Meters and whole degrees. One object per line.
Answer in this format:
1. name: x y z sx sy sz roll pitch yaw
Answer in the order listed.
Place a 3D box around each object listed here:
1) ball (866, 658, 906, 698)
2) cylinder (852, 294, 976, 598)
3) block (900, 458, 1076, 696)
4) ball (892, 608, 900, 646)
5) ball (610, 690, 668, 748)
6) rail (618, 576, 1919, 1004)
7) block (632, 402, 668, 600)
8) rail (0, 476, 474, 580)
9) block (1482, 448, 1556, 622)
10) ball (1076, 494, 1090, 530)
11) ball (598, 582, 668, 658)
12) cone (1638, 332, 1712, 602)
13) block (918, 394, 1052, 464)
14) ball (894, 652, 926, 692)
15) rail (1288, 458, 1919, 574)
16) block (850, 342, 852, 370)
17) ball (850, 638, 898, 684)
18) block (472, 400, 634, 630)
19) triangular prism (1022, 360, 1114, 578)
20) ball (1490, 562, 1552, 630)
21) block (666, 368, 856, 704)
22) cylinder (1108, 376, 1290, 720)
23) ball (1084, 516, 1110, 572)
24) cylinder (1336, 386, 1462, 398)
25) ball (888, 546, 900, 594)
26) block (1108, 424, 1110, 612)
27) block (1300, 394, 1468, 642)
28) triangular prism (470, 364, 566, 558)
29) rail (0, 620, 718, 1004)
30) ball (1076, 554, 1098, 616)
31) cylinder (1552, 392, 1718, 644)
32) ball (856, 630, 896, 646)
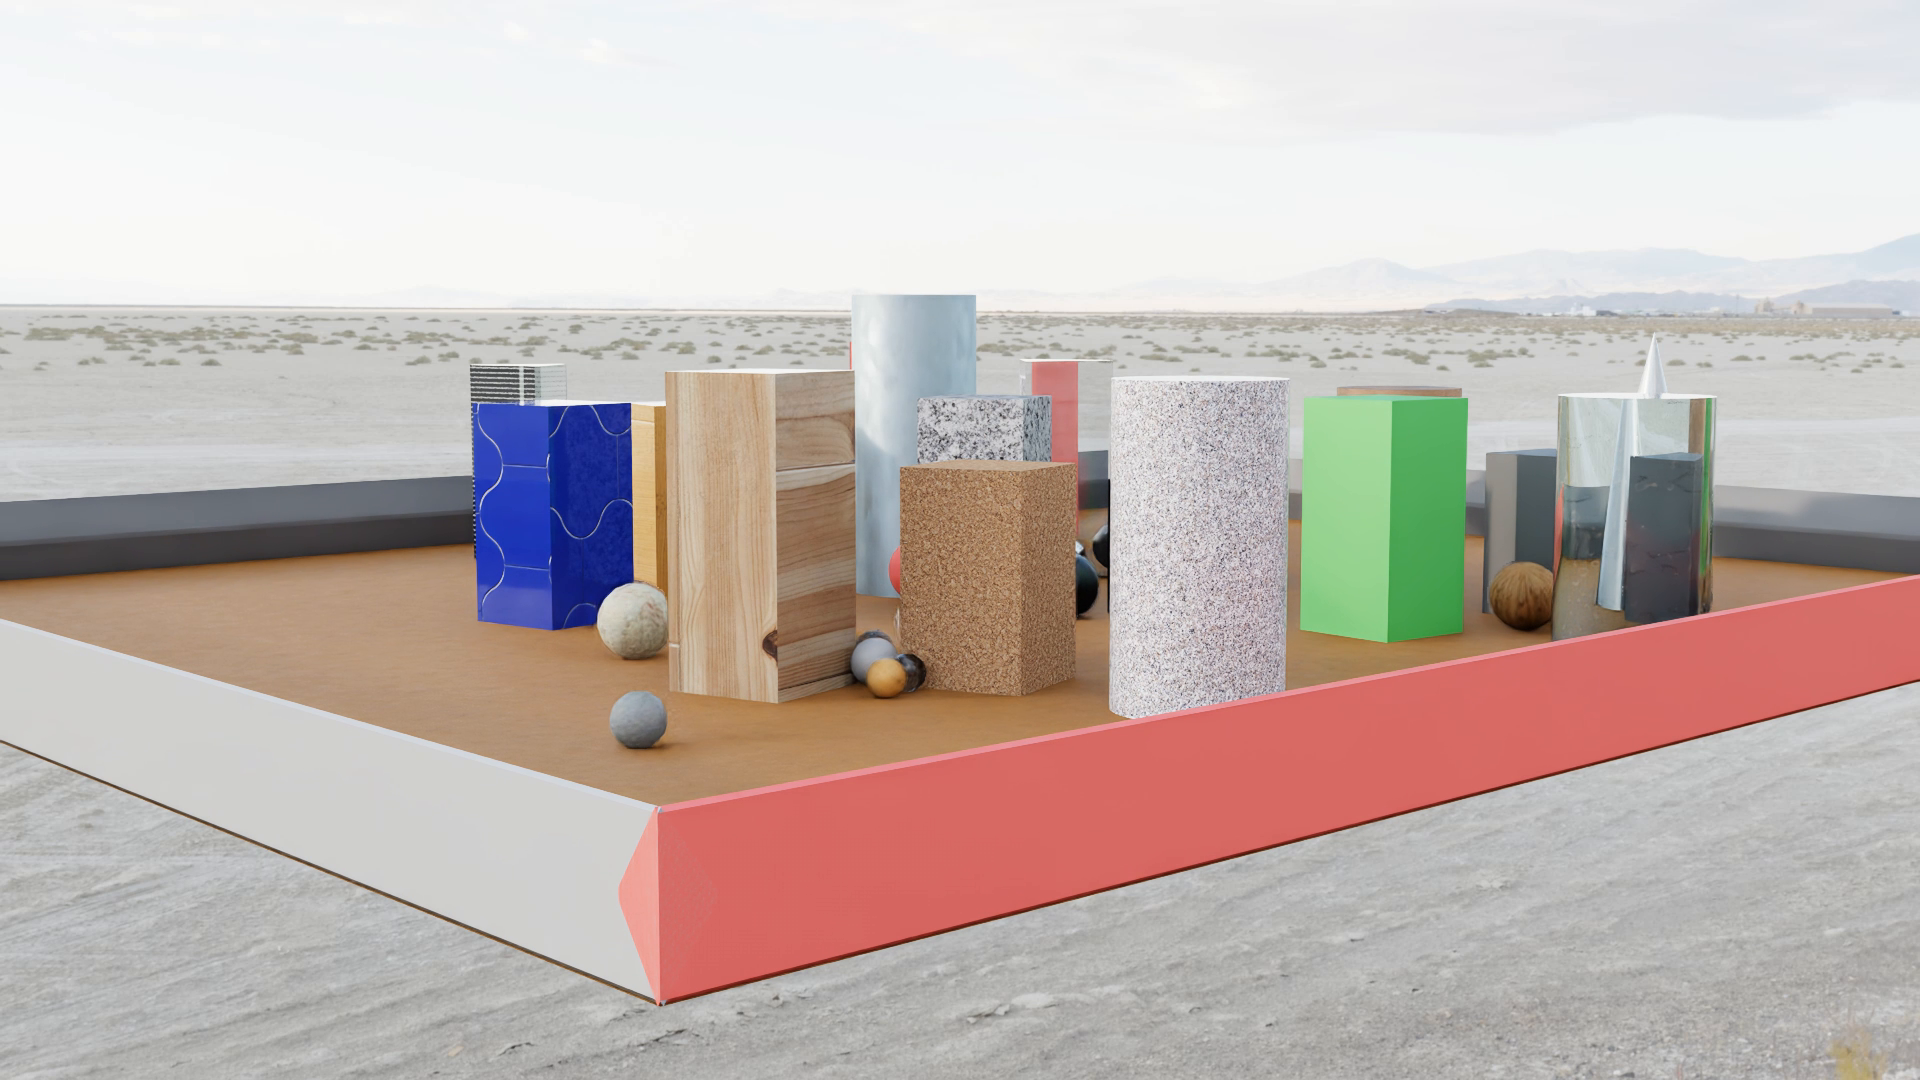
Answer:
1. ball: -0.086 0.159 2.534 0.046 0.046 0.046 0 6 0
2. cylinder: -0.073 -0.153 3.489 0.197 0.469 0.197 0 6 0
3. block: 0.035 0.040 2.636 0.158 0.261 0.158 3 7 27
4. ball: -0.045 0.111 2.820 0.082 0.082 0.082 0 6 0
5. ball: -0.328 0.183 2.243 0.059 0.059 0.059 0 6 0
6. rail: 0.862 0.130 2.403 2.912 0.128 0.045 -5 8 -42
7. block: -0.430 -0.065 3.450 0.158 0.300 0.158 -3 7 -27
8. rail: -0.862 -0.064 4.261 2.912 0.128 0.045 -5 8 -42
9. block: 0.882 -0.009 3.228 0.158 0.237 0.158 -5 8 -41
10. ball: 0.222 -0.056 4.428 0.080 0.080 0.080 0 6 0
11. ball: -0.416 0.104 2.818 0.097 0.097 0.097 0 6 0
12. cone: 1.065 -0.115 3.394 0.197 0.413 0.197 0 6 0
13. block: 0.037 -0.051 3.234 0.158 0.318 0.158 2 6 17
14. ball: -0.062 0.155 2.575 0.045 0.045 0.045 0 6 0
15. rail: 1.053 -0.068 4.298 0.045 0.128 2.589 -5 8 -42
16. block: -0.125 -0.194 4.285 0.158 0.385 0.158 1 6 6
17. ball: -0.100 0.145 2.608 0.059 0.059 0.059 0 6 0
18. block: -0.583 -0.041 3.161 0.158 0.313 0.158 5 8 37
19. triangular prism: 0.144 -0.121 3.691 0.171 0.362 0.148 -4 7 -32
20. ball: 0.789 0.078 3.068 0.096 0.096 0.096 0 6 0
21. block: -0.233 -0.012 2.588 0.158 0.374 0.158 4 7 32
22. cylinder: 0.265 0.005 2.448 0.197 0.370 0.197 0 6 0
23. ball: 0.260 0.007 3.744 0.096 0.096 0.096 0 6 0
24. cylinder: 0.706 -0.085 3.550 0.197 0.321 0.197 0 6 0
25. ball: -0.060 0.046 3.362 0.099 0.099 0.099 0 6 0
26. block: 0.325 -0.034 3.266 0.158 0.279 0.158 3 7 28
27. block: 0.587 -0.035 3.048 0.158 0.325 0.158 -5 8 -38
28. triangular prism: -0.761 -0.141 3.951 0.171 0.348 0.148 4 7 35
29. rail: -1.053 0.134 2.366 0.045 0.128 2.589 -5 8 -42
30. ball: 0.152 0.065 3.185 0.097 0.097 0.097 0 6 0
31. cylinder: 0.875 -0.020 2.860 0.197 0.335 0.197 0 6 0
32. ball: -0.105 0.139 2.670 0.058 0.058 0.058 0 6 0
